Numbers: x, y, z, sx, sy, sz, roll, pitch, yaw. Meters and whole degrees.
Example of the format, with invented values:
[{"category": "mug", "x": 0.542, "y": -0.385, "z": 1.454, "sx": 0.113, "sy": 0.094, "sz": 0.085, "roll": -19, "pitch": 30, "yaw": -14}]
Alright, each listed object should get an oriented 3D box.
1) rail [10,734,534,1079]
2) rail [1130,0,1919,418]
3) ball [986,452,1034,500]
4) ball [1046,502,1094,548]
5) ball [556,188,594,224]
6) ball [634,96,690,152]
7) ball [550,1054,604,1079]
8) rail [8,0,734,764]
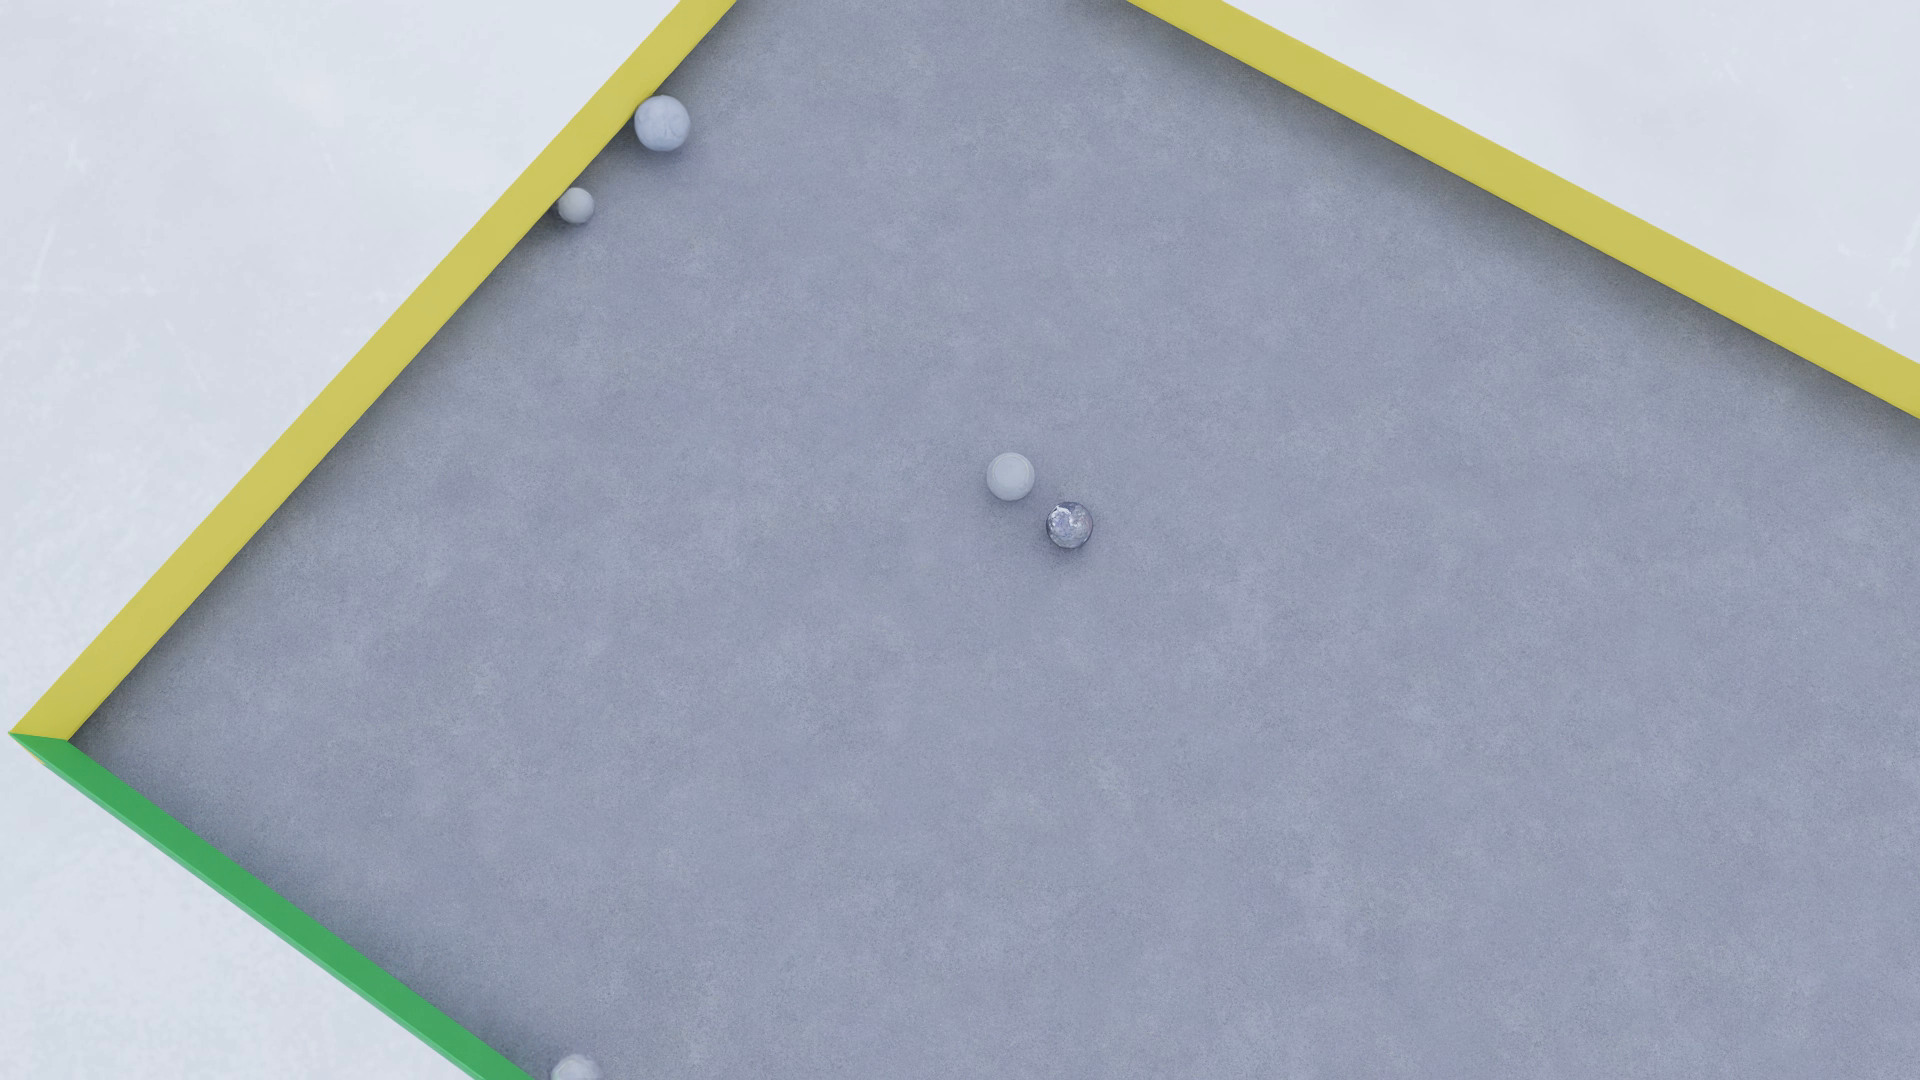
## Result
[{"category": "rail", "x": 0.209, "y": 1.307, "z": 2.925, "sx": 3.966, "sy": 0.130, "sz": 0.045, "roll": 31, "pitch": 68, "yaw": 14}, {"category": "rail", "x": 1.433, "y": -0.326, "z": 3.703, "sx": 3.966, "sy": 0.130, "sz": 0.045, "roll": 31, "pitch": 68, "yaw": 14}, {"category": "ball", "x": 0.083, "y": -0.105, "z": 3.627, "sx": 0.080, "sy": 0.080, "sz": 0.080, "roll": 0, "pitch": 65, "yaw": 0}, {"category": "ball", "x": 0.179, "y": -0.024, "z": 3.590, "sx": 0.078, "sy": 0.078, "sz": 0.078, "roll": 0, "pitch": 65, "yaw": 0}, {"category": "ball", "x": -0.676, "y": -0.587, "z": 3.866, "sx": 0.064, "sy": 0.064, "sz": 0.064, "roll": 0, "pitch": 65, "yaw": 0}, {"category": "ball", "x": -0.530, "y": -0.742, "z": 3.919, "sx": 0.100, "sy": 0.100, "sz": 0.100, "roll": 0, "pitch": 65, "yaw": 0}, {"category": "ball", "x": -0.558, "y": 0.789, "z": 3.201, "sx": 0.079, "sy": 0.079, "sz": 0.079, "roll": 0, "pitch": 65, "yaw": 0}, {"category": "rail", "x": -0.802, "y": -0.501, "z": 3.787, "sx": 0.045, "sy": 0.130, "sz": 2.231, "roll": 31, "pitch": 68, "yaw": 14}]
